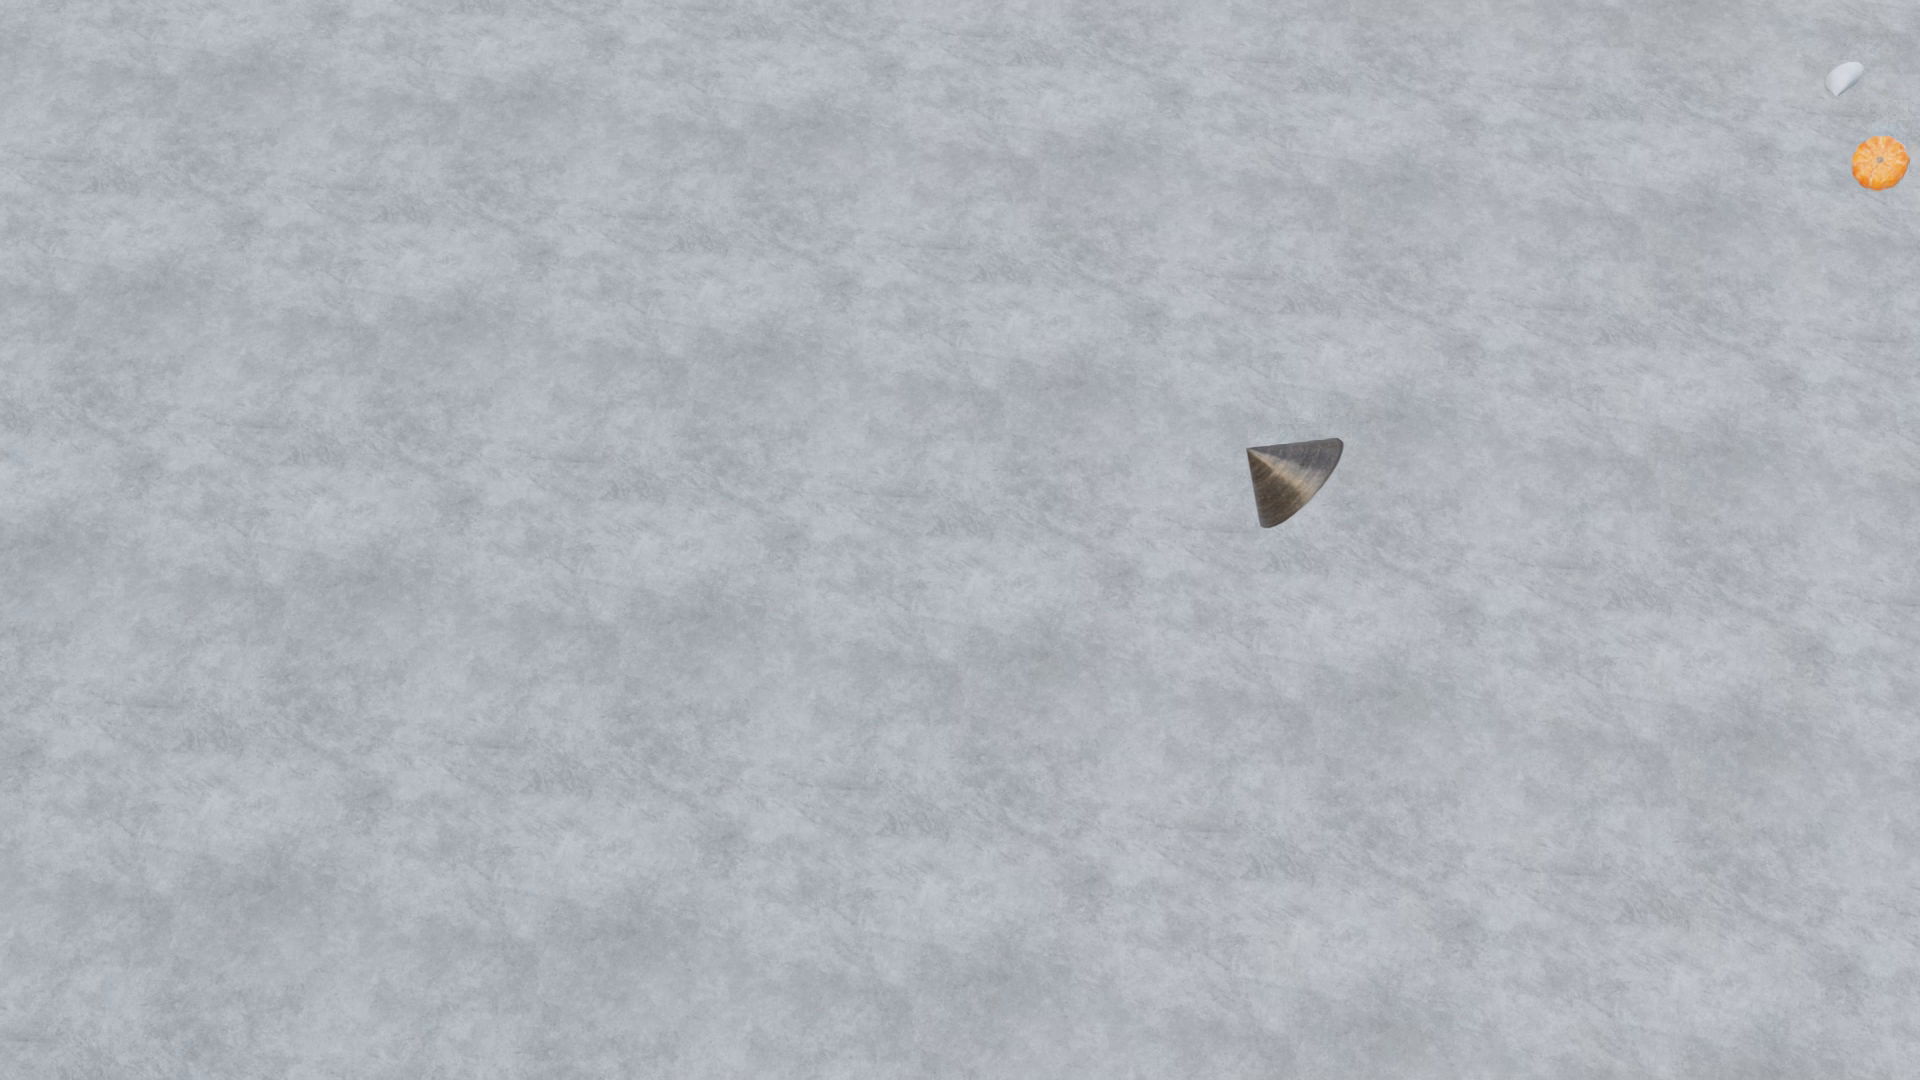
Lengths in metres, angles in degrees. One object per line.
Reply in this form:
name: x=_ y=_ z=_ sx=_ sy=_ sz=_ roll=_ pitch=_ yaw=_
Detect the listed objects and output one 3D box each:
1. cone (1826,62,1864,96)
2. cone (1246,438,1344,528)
cone: x=1.898 y=-0.977 z=4.742 sx=0.058 sy=0.107 sz=0.065 roll=33 pitch=63 yaw=-3
cone: x=0.533 y=-0.126 z=3.739 sx=0.114 sy=0.258 sz=0.164 roll=32 pitch=62 yaw=-10
